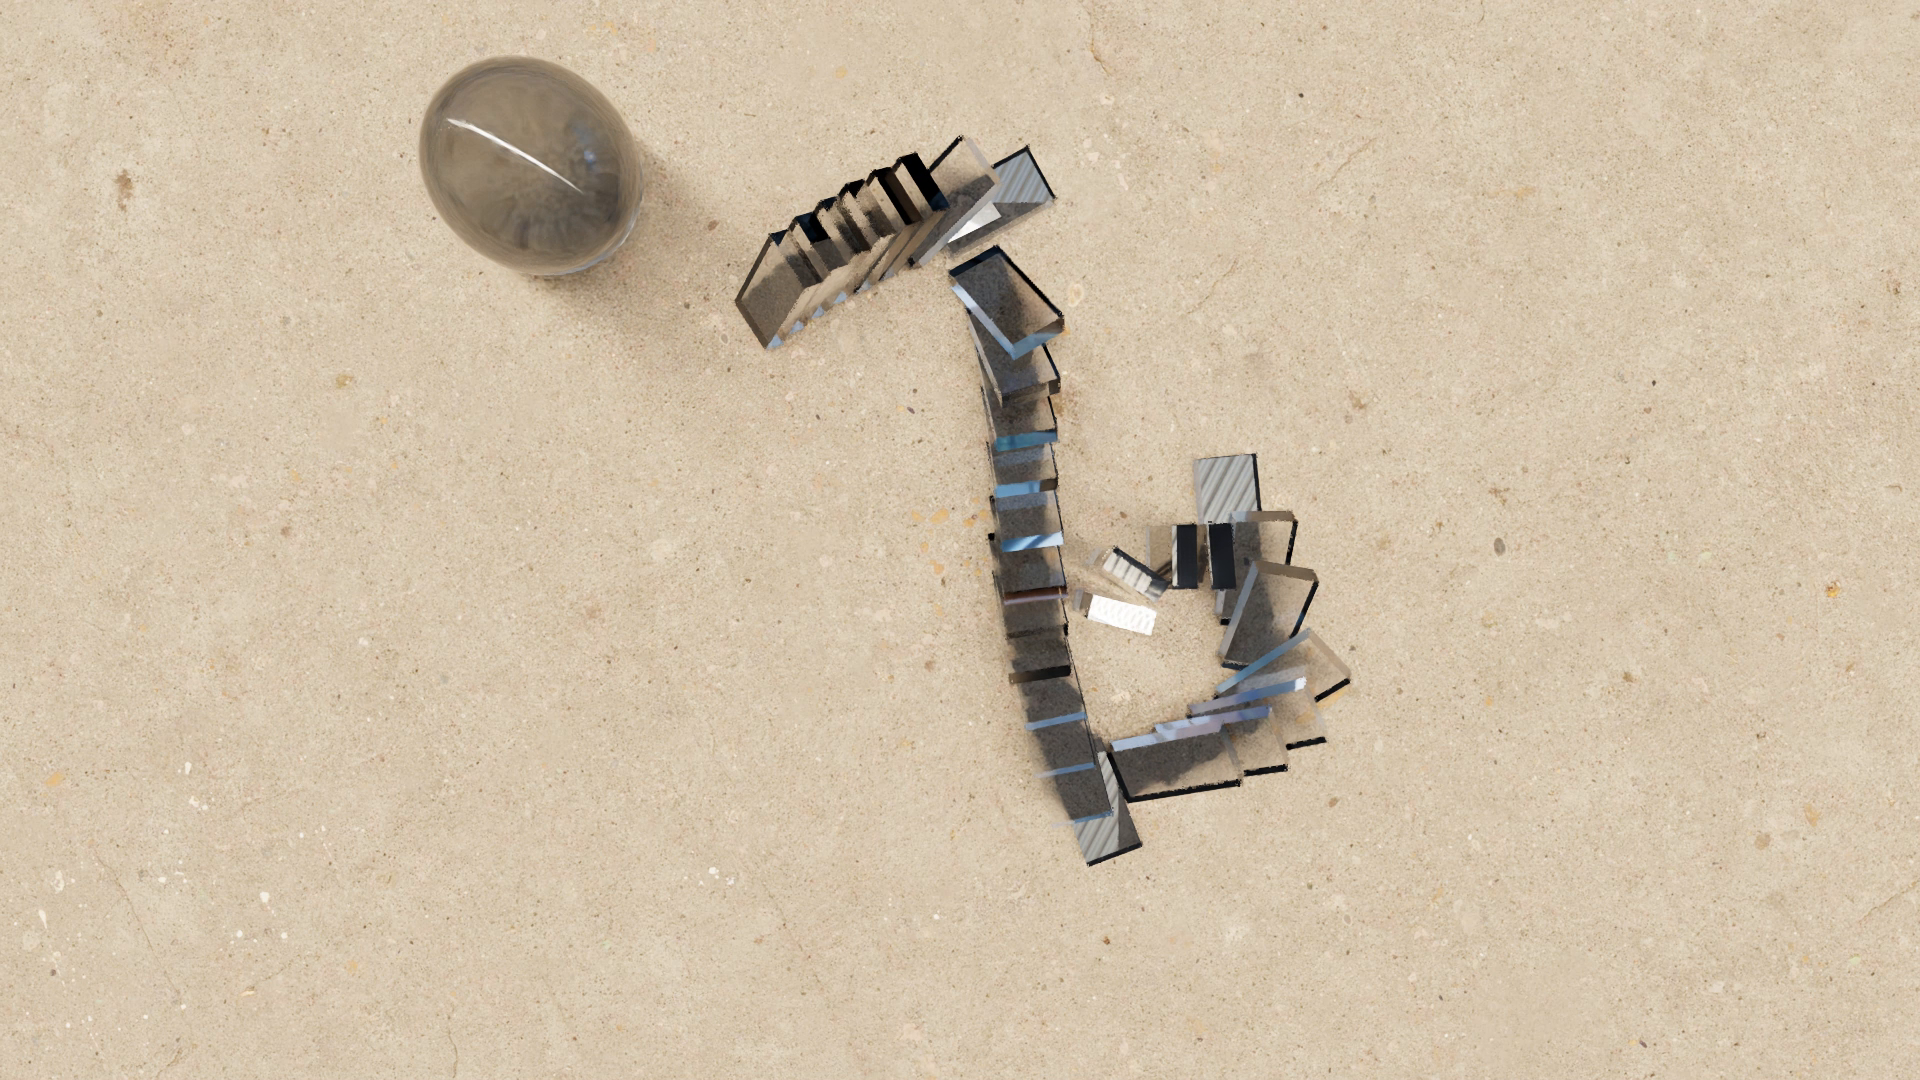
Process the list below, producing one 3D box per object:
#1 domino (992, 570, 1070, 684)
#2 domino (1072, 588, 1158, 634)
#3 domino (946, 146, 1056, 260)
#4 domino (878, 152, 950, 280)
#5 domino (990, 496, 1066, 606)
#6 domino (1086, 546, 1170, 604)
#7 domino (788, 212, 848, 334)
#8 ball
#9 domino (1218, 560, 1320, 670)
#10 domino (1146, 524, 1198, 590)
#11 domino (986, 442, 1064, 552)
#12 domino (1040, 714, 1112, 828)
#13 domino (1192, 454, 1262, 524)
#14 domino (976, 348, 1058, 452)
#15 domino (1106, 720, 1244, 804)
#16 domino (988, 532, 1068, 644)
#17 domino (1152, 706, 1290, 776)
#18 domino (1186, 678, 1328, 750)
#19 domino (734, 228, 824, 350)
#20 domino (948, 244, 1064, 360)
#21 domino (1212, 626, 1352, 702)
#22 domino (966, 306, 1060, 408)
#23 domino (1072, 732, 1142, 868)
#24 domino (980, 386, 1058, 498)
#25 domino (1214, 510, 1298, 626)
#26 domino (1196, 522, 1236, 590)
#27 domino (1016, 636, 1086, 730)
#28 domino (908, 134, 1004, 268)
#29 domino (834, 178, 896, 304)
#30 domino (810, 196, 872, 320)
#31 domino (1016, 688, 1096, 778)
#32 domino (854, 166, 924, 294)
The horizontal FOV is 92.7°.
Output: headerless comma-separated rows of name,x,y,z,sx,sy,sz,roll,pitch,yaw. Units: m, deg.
domino,0.029,0.034,0.381,0.025,0.010,0.050,-8,53,1
domino,0.062,0.029,0.375,0.025,0.050,0.010,14,90,0
domino,0.013,-0.145,0.395,0.050,0.009,0.025,-29,90,0
domino,-0.026,-0.132,0.377,0.009,0.050,0.025,-32,90,-35
domino,0.028,0.002,0.381,0.025,0.009,0.050,-8,53,1
domino,0.067,0.013,0.375,0.025,0.050,0.010,34,90,0
domino,-0.066,-0.109,0.377,0.010,0.050,0.025,-33,90,-35
ball,-0.167,-0.145,0.360,0.080,0.080,0.080,0,90,0
domino,0.128,0.033,0.383,0.025,0.010,0.050,10,122,0
domino,0.086,0.006,0.375,0.009,0.050,0.025,-1,90,0
domino,0.027,-0.020,0.383,0.025,0.010,0.050,-8,58,0
domino,0.045,0.092,0.383,0.025,0.009,0.050,-13,61,2
domino,0.116,-0.011,0.395,0.025,0.010,0.050,-6,90,0
domino,0.023,-0.062,0.383,0.025,0.009,0.050,-10,60,-1
domino,0.089,0.093,0.382,0.050,0.009,0.025,-19,100,29
domino,0.028,0.018,0.381,0.025,0.010,0.050,-9,53,0
domino,0.108,0.086,0.382,0.050,0.009,0.025,-17,101,29
domino,0.123,0.076,0.382,0.050,0.010,0.025,-21,99,29
domino,-0.075,-0.102,0.377,0.009,0.050,0.025,-33,90,-35
domino,0.019,-0.100,0.382,0.025,0.009,0.050,-31,62,-9
domino,0.134,0.061,0.383,0.025,0.010,0.050,46,122,-1
domino,0.022,-0.080,0.382,0.025,0.009,0.050,-16,60,-5
domino,0.057,0.112,0.395,0.025,0.010,0.050,-21,90,0
domino,0.024,-0.043,0.384,0.025,0.010,0.050,-8,62,0
domino,0.123,0.012,0.384,0.025,0.010,0.050,0,119,0
domino,0.100,0.006,0.375,0.010,0.050,0.025,-4,90,0
domino,0.034,0.052,0.384,0.025,0.009,0.050,-12,61,0
domino,-0.008,-0.140,0.382,0.050,0.010,0.025,-36,86,31
domino,-0.047,-0.121,0.377,0.009,0.050,0.025,-32,90,-35
domino,-0.056,-0.115,0.377,0.009,0.050,0.025,-32,90,-35
domino,0.039,0.072,0.384,0.025,0.009,0.050,-11,61,1
domino,-0.036,-0.126,0.377,0.010,0.050,0.025,-32,90,-35
